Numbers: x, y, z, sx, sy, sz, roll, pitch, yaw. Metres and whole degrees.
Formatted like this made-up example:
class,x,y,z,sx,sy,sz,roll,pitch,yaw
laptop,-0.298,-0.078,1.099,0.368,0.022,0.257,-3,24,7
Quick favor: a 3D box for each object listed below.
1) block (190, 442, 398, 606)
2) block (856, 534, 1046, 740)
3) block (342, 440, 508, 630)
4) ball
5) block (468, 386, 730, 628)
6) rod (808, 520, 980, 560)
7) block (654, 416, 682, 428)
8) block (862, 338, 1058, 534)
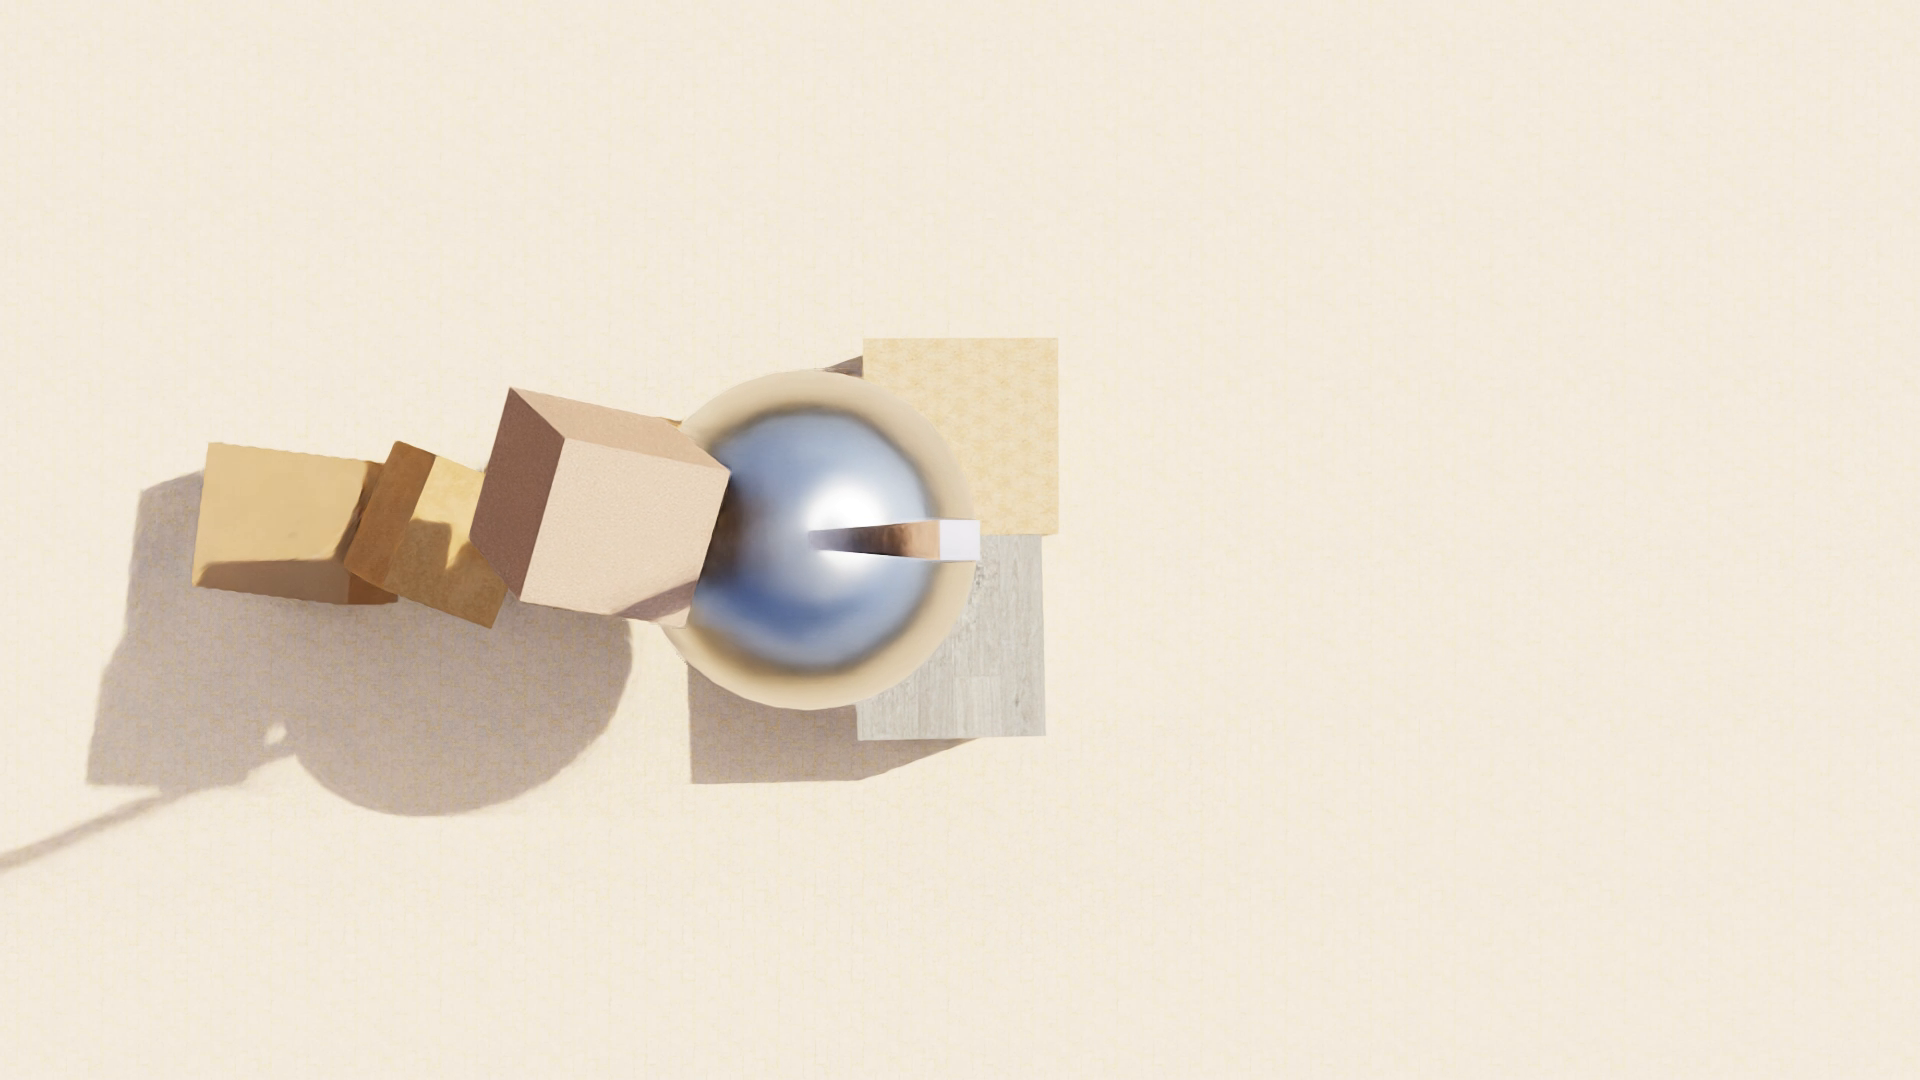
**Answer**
class,x,y,z,sx,sy,sz,roll,pitch,yaw
block,-3.736,-0.087,12.556,0.899,0.812,0.805,7,90,5
block,-0.056,0.521,12.384,1.009,1.233,1.080,-1,90,0
block,-2.788,-0.037,11.853,0.644,0.708,0.750,24,86,-33
ball,-0.715,0.000,10.335,1.600,1.600,1.600,0,90,0
block,-1.573,-0.148,9.504,0.745,0.825,0.709,11,103,-31
rod,-0.310,0.000,6.959,0.080,5.200,0.080,0,90,-7
block,-1.923,-0.199,12.429,0.770,0.810,0.845,-11,100,-19
block,0.005,-0.572,12.554,1.075,0.892,1.080,0,90,0
